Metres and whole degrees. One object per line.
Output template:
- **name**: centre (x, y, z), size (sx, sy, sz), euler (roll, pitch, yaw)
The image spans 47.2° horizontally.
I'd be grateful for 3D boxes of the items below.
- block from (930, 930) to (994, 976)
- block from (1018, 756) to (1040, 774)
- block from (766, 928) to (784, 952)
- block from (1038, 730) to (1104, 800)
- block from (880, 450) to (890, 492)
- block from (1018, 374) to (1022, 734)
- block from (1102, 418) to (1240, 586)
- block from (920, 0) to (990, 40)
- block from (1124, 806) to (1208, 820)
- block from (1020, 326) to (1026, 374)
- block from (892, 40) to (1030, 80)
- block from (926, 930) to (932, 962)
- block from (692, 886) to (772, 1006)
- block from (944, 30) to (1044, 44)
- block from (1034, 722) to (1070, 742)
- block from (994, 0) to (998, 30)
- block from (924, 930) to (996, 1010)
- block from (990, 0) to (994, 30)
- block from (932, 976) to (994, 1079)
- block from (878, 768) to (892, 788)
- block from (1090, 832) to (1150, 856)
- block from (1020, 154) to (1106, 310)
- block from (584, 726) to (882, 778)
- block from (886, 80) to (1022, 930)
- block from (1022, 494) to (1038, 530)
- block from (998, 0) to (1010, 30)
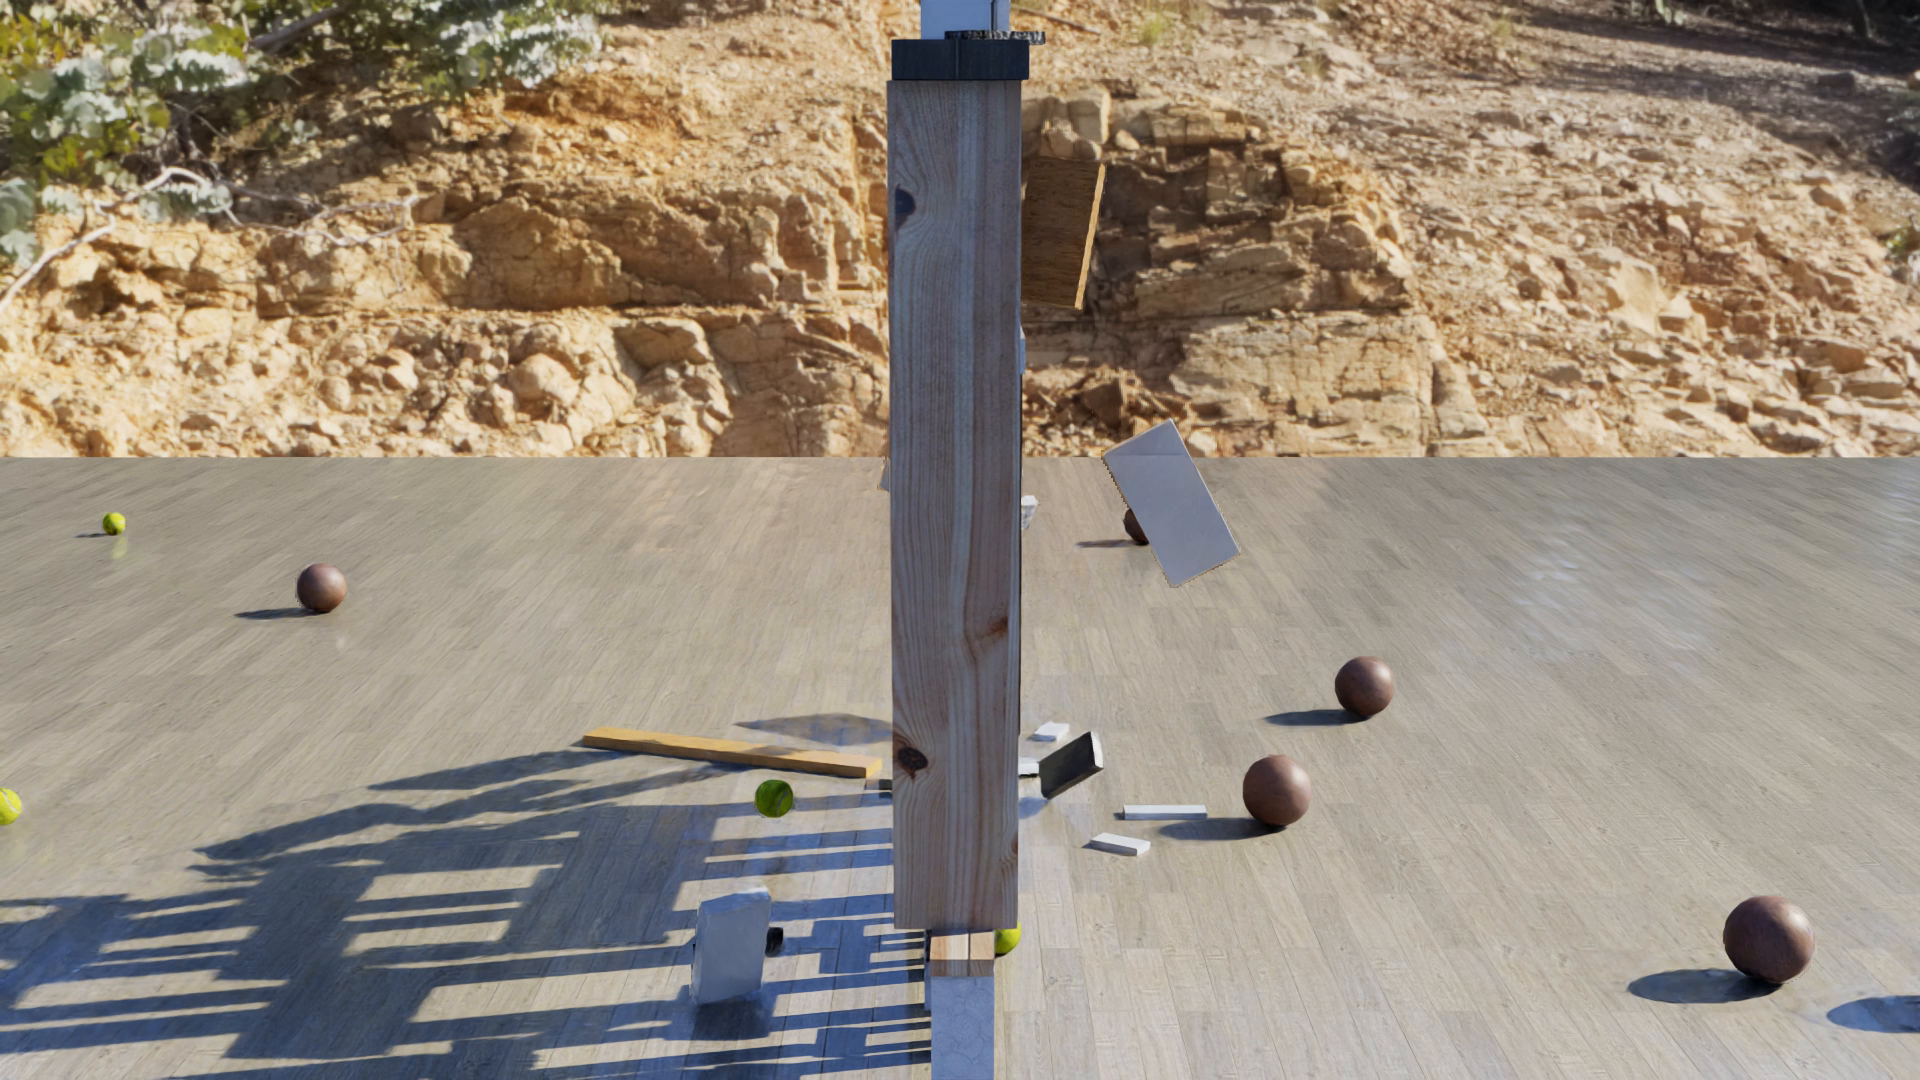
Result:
- **block**: centre (0.003, 0.542, 2.948), size (0.083, 0.024, 0.166), euler (0, 11, 1)
- **block**: centre (0.101, 0.444, 4.331), size (0.141, 0.020, 0.071), euler (5, 5, -41)
- **block**: centre (-0.343, 0.622, 3.450), size (0.119, 0.017, 0.059), euler (3, 11, 16)
- **block**: centre (0.209, 0.425, 4.154), size (0.021, 0.074, 0.149), euler (20, -41, -36)
- **block**: centre (-0.079, -0.211, 4.134), size (0.040, 0.281, 0.140), euler (32, 59, 7)
- **block**: centre (0.001, 0.018, 3.042), size (0.167, 0.507, 0.047), euler (0, 11, 1)
- **block**: centre (0.342, -0.061, 3.558), size (0.122, 0.244, 0.035), euler (-27, 8, 8)
- **block**: centre (-0.006, -0.707, 3.090), size (0.098, 0.195, 0.028), euler (0, 13, 2)
- **block**: centre (0.381, 0.506, 4.085), size (0.151, 0.013, 0.047), euler (0, 11, 0)
- **block**: centre (0.003, -0.276, 3.102), size (0.167, 0.047, 0.335), euler (0, 10, 0)
- **block**: centre (-0.002, -0.618, 2.843), size (0.167, 0.047, 0.335), euler (0, 11, -1)
- **block**: centre (-0.006, 0.444, 3.049), size (0.084, 0.287, 0.024), euler (0, 11, 1)
- **block**: centre (-0.330, 0.585, 3.167), size (0.098, 0.195, 0.028), euler (-11, 43, -24)
- **block**: centre (0.046, -0.662, 2.900), size (0.119, 0.017, 0.059), euler (-7, 13, -31)
- **block**: centre (0.192, 0.404, 4.630), size (0.050, 0.014, 0.099), euler (3, 11, 18)
- **block**: centre (-0.002, -0.738, 3.178), size (0.112, 0.223, 0.032), euler (0, 13, 0)
- **block**: centre (0.000, 0.578, 3.177), size (0.102, 0.203, 0.029), euler (0, 11, 1)
- **block**: centre (0.000, -0.752, 3.118), size (0.098, 0.273, 0.028), euler (0, 10, 3)
- **block**: centre (0.004, 0.646, 2.910), size (0.083, 0.166, 0.024), euler (0, 10, 0)
- **block**: centre (-0.085, 0.466, 4.284), size (0.141, 0.020, 0.071), euler (0, 11, 2)
- **block**: centre (0.285, 0.540, 3.903), size (0.094, 0.013, 0.047), euler (7, 12, 32)
- **block**: centre (0.162, -0.518, 3.703), size (0.122, 0.244, 0.035), euler (10, 0, 19)
- **block**: centre (-0.469, 0.430, 4.474), size (0.643, 0.021, 0.074), euler (4, 11, 21)
- **block**: centre (-0.006, -0.027, 2.871), size (0.167, 1.123, 0.047), euler (0, 13, 0)
- **block**: centre (0.074, -0.038, 4.202), size (0.148, 0.074, 0.021), euler (-16, 53, -31)
- **block**: centre (0.019, -0.741, 3.329), size (0.112, 0.274, 0.032), euler (1, 12, 0)
